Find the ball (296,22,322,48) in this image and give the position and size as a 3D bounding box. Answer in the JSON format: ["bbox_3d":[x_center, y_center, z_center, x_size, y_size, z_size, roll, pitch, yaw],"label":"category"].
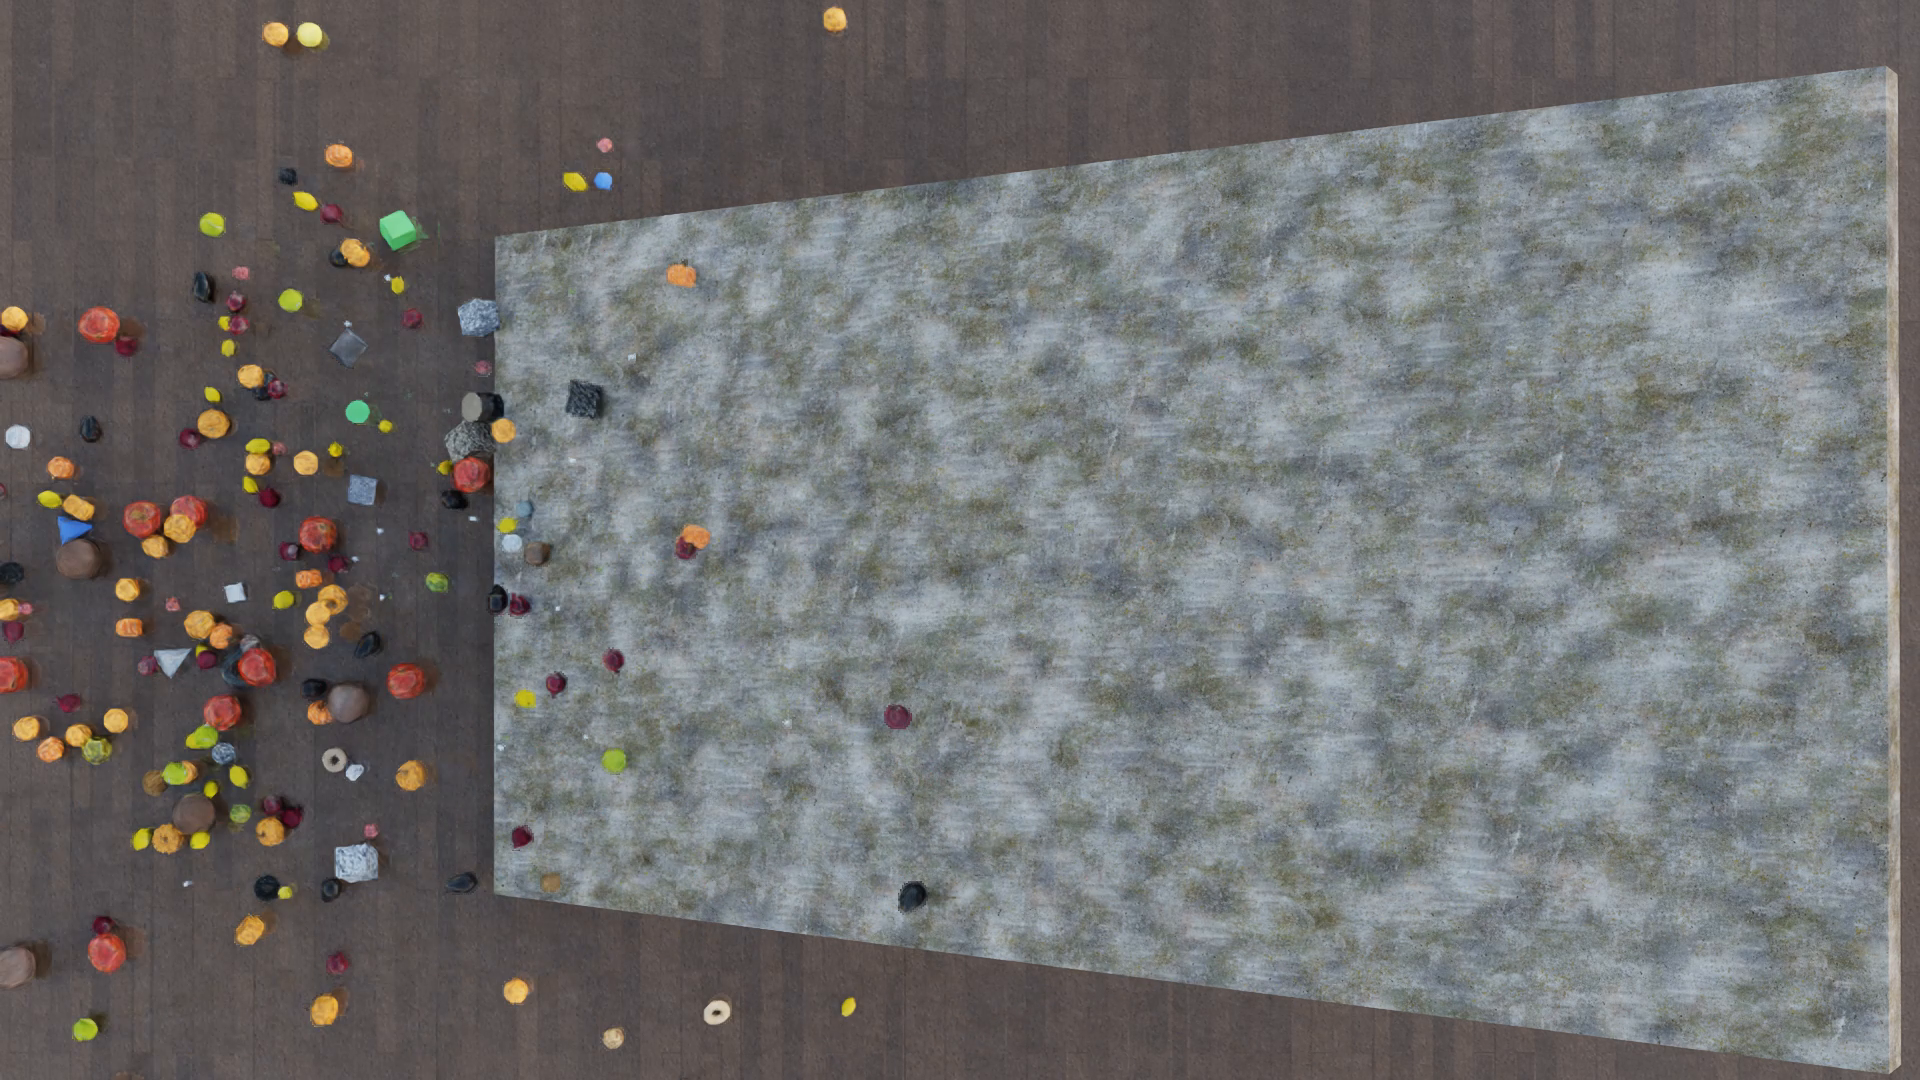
[{"bbox_3d":[-1.994,-1.549,6.742,0.075,0.075,0.075,0,90,0],"label":"ball"}]

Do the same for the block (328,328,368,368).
[{"bbox_3d":[-1.863,-0.585,6.697,0.082,0.082,0.082,43,89,-15],"label":"block"}]

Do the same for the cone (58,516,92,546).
[{"bbox_3d":[-2.707,-0.035,6.746,0.096,0.096,0.096,-12,90,-28],"label":"cone"}]

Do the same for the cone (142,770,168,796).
[{"bbox_3d":[-2.476,0.746,6.722,0.080,0.080,0.080,0,90,0],"label":"cone"}]

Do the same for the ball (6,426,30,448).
[{"bbox_3d":[-2.885,-0.315,6.734,0.072,0.072,0.072,0,90,0],"label":"ball"}]

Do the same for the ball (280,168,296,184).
[{"bbox_3d":[-2.063,-1.117,6.751,0.052,0.052,0.052,0,90,0],"label":"ball"}]

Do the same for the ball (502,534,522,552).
[{"bbox_3d":[-1.345,0.009,6.602,0.056,0.056,0.056,0,90,0],"label":"ball"}]

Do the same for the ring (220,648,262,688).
[{"bbox_3d":[-2.206,0.394,6.744,0.125,0.042,0.125,0,88,1],"label":"ring"}]

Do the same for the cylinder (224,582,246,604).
[{"bbox_3d":[-2.221,0.162,6.738,0.053,0.053,0.053,-23,71,0],"label":"cylinder"}]

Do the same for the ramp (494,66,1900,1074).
[{"bbox_3d":[0.241,0.067,5.564,4.000,0.100,2.000,0,89,36],"label":"ramp"}]

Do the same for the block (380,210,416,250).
[{"bbox_3d":[-1.717,-0.946,6.714,0.076,0.076,0.076,-31,79,-23],"label":"block"}]

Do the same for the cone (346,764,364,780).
[{"bbox_3d":[-1.865,0.696,6.730,0.056,0.056,0.056,34,90,42],"label":"cone"}]

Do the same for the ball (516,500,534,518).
[{"bbox_3d":[-1.302,-0.093,6.575,0.051,0.051,0.051,0,90,0],"label":"ball"}]

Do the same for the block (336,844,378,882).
[{"bbox_3d":[-1.826,0.979,6.664,0.090,0.090,0.090,-9,69,7],"label":"block"}]

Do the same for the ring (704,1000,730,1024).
[{"bbox_3d":[-0.743,1.443,6.711,0.084,0.028,0.084,-10,118,-18],"label":"ring"}]

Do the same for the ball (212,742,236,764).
[{"bbox_3d":[-2.253,0.652,6.729,0.068,0.068,0.068,0,90,0],"label":"ball"}]

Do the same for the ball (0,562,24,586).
[{"bbox_3d":[-2.904,0.102,6.731,0.072,0.072,0.072,0,90,0],"label":"ball"}]

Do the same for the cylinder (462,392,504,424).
[{"bbox_3d":[-1.444,-0.399,6.654,0.091,0.091,0.091,0,89,36],"label":"cylinder"}]

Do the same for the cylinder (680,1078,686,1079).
[{"bbox_3d":[-0.844,1.689,6.721,0.060,0.060,0.060,31,97,0],"label":"cylinder"}]

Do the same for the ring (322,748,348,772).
[{"bbox_3d":[-1.919,0.674,6.750,0.077,0.026,0.077,0,90,1],"label":"ring"}]

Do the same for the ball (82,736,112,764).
[{"bbox_3d":[-2.638,0.642,6.720,0.085,0.085,0.085,0,90,0],"label":"ball"}]

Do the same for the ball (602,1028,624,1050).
[{"bbox_3d":[-1.061,1.524,6.725,0.063,0.063,0.063,0,90,0],"label":"ball"}]

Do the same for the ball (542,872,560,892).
[{"bbox_3d":[-1.207,1.010,6.496,0.056,0.056,0.056,0,90,0],"label":"ball"}]

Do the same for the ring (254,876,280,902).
[{"bbox_3d":[-2.125,1.070,6.747,0.080,0.027,0.080,0,91,-1],"label":"ring"}]

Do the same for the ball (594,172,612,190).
[{"bbox_3d":[-1.080,-1.089,6.660,0.053,0.053,0.053,0,90,0],"label":"ball"}]

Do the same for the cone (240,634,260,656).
[{"bbox_3d":[-2.151,0.316,6.707,0.065,0.065,0.065,11,73,-39],"label":"cone"}]

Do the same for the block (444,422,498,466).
[{"bbox_3d":[-1.486,-0.291,6.679,0.099,0.099,0.099,-32,71,32],"label":"block"}]

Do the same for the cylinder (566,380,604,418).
[{"bbox_3d":[-1.092,-0.408,6.394,0.092,0.092,0.092,14,94,0],"label":"cylinder"}]

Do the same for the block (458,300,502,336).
[{"bbox_3d":[-1.458,-0.674,6.672,0.082,0.082,0.082,-20,78,34],"label":"block"}]

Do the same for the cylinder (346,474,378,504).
[{"bbox_3d":[-1.821,-0.153,6.699,0.081,0.081,0.081,8,91,0],"label":"cylinder"}]

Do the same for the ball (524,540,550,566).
[{"bbox_3d":[-1.253,0.040,6.524,0.074,0.074,0.074,0,90,0],"label":"ball"}]

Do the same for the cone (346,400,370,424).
[{"bbox_3d":[-1.837,-0.385,6.731,0.070,0.070,0.070,0,82,-4],"label":"cone"}]
